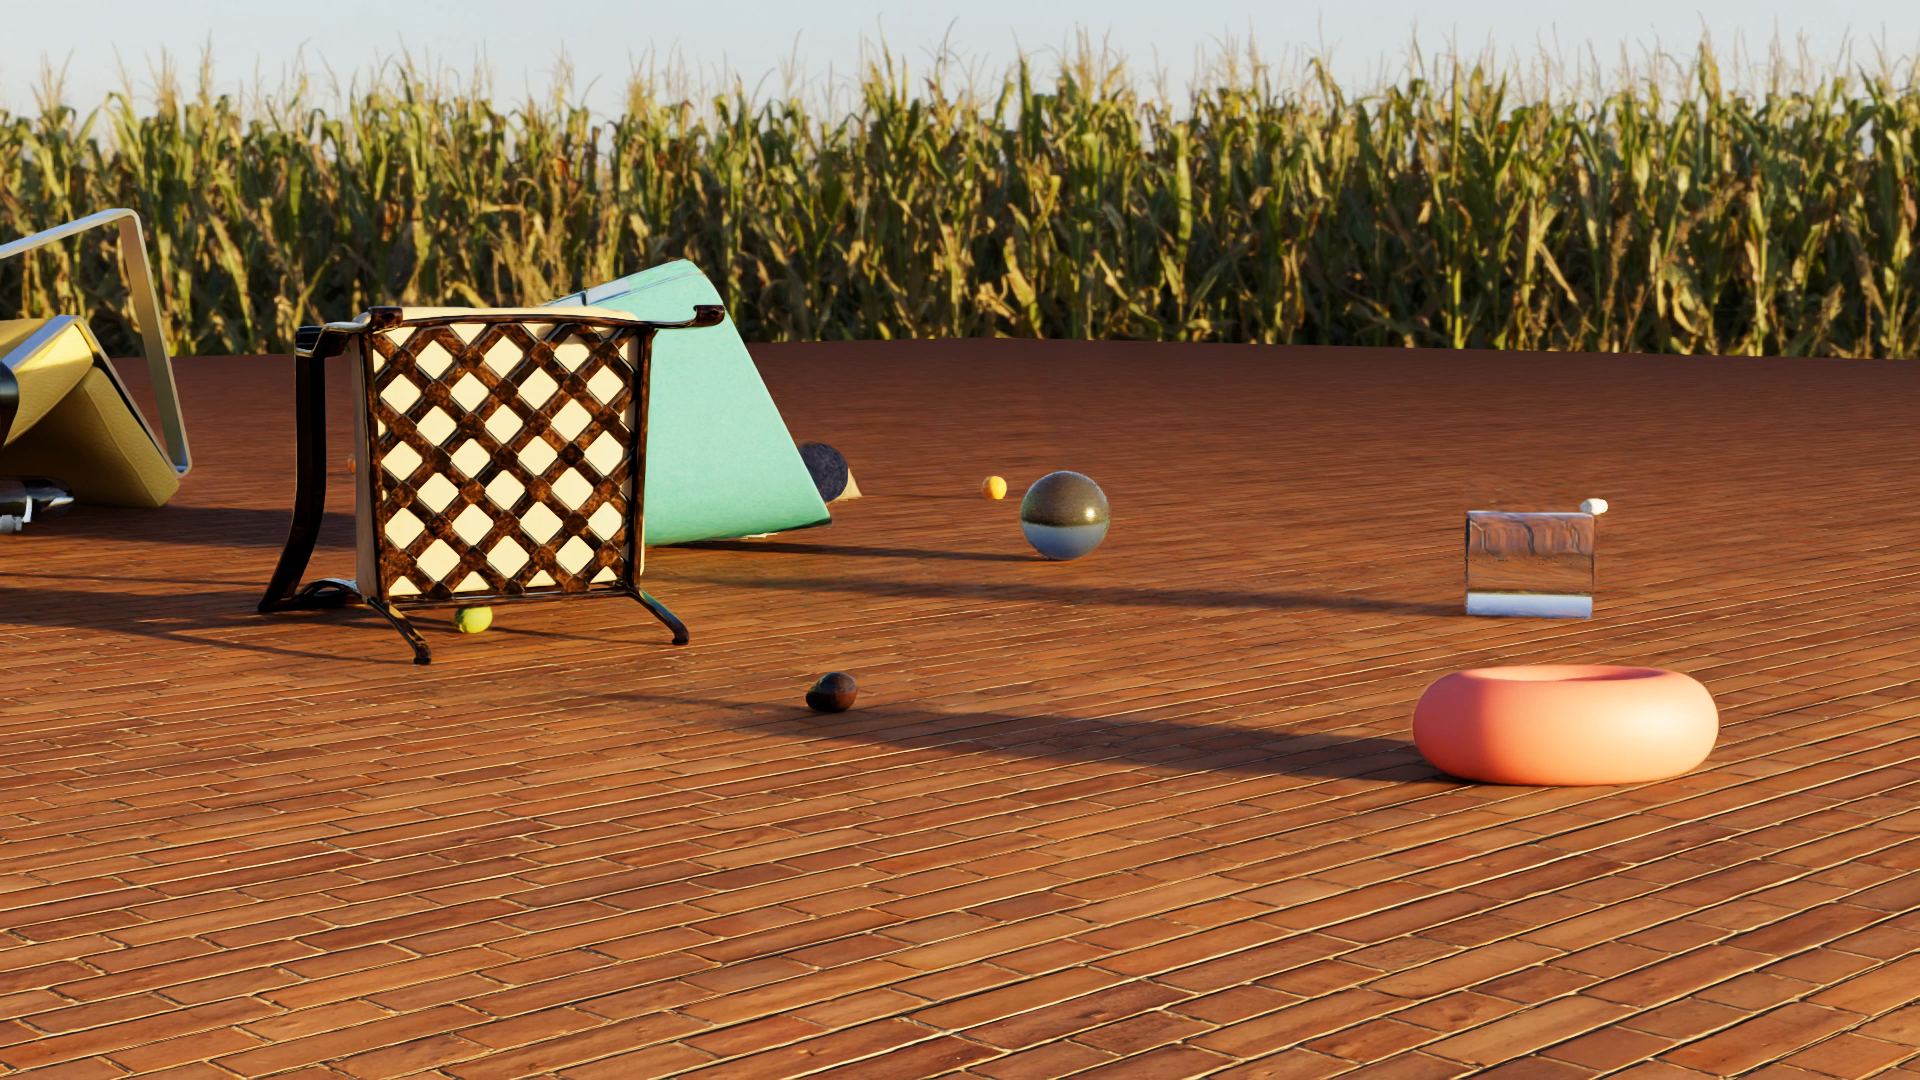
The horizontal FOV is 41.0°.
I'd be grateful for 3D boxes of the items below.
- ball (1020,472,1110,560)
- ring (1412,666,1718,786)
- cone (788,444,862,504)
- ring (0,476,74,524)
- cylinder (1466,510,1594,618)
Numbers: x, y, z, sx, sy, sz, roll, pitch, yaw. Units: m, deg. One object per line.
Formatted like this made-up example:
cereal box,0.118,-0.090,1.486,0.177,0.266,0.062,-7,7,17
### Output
ball,0.243,-0.056,5.939,0.208,0.208,0.208,0,6,0
ring,0.803,0.244,3.400,0.421,0.136,0.250,-1,4,-12
cone,-0.353,-0.162,7.567,0.242,0.172,0.223,31,1,39
ring,-2.598,-0.112,6.957,0.370,0.113,0.397,-2,5,-26
cylinder,1.095,0.047,4.930,0.234,0.189,0.306,1,-16,13
